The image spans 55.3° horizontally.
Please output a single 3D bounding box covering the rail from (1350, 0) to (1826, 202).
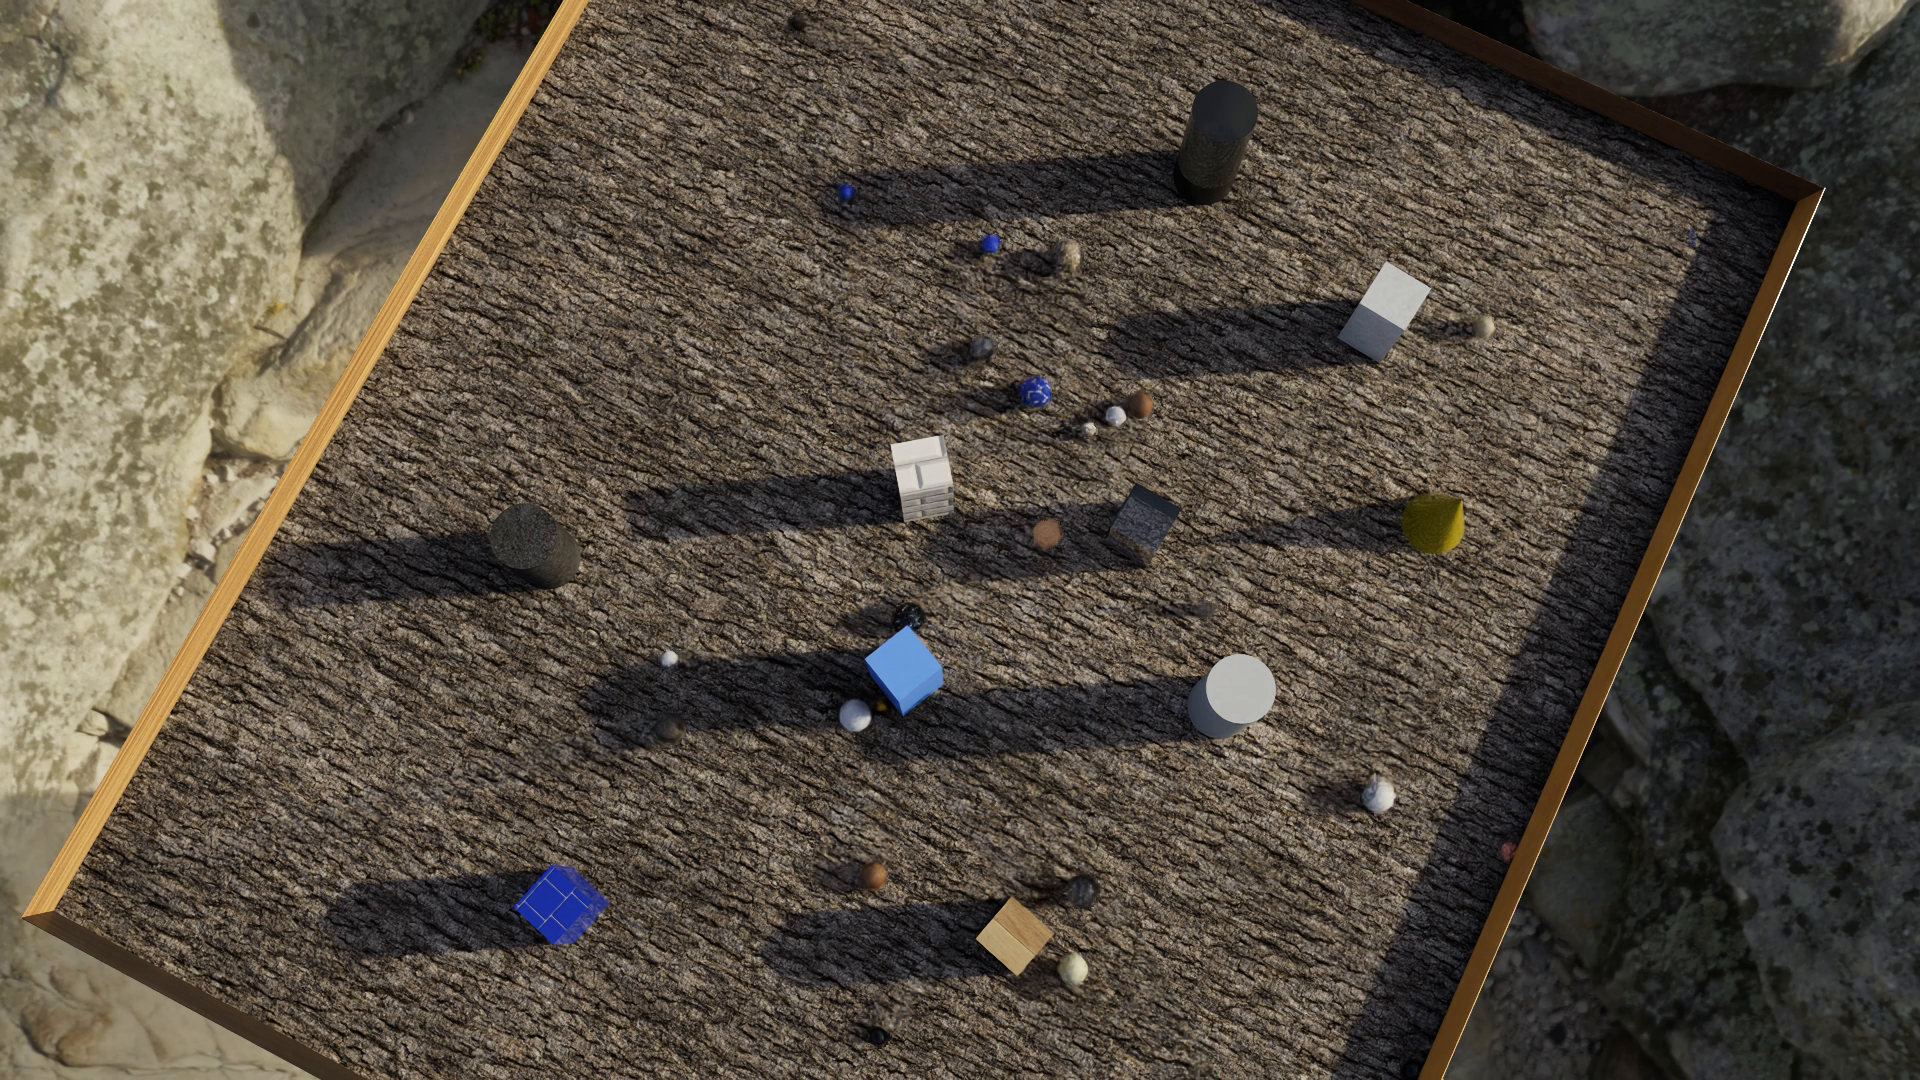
[{"bbox_3d":[0.975,-1.903,5.945,3.832,0.126,0.045,26,80,5],"label":"rail"}]

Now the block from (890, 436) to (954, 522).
[{"bbox_3d":[-0.110,-0.179,5.470,0.155,0.360,0.155,-11,79,-2],"label":"block"}]

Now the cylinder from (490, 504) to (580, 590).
[{"bbox_3d":[-1.257,0.022,5.441,0.194,0.334,0.194,0,78,0],"label":"cylinder"}]

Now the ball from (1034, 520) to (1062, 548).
[{"bbox_3d":[0.266,-0.019,5.577,0.086,0.086,0.086,0,78,0],"label":"ball"}]

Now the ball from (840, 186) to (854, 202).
[{"bbox_3d":[-0.361,-1.098,5.820,0.047,0.047,0.047,0,78,0],"label":"ball"}]

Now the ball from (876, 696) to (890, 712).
[{"bbox_3d":[-0.232,0.492,5.492,0.044,0.044,0.044,0,78,0],"label":"ball"}]

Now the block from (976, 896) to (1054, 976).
[{"bbox_3d":[0.152,1.132,5.240,0.155,0.278,0.155,41,81,8],"label":"block"}]

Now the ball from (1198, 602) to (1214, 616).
[{"bbox_3d":[0.744,0.209,5.551,0.044,0.044,0.044,0,78,0],"label":"ball"}]

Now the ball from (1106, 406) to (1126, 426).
[{"bbox_3d":[0.482,-0.382,5.663,0.063,0.063,0.063,0,78,0],"label":"ball"}]

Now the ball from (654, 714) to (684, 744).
[{"bbox_3d":[-0.866,0.561,5.456,0.088,0.088,0.088,0,78,0],"label":"ball"}]

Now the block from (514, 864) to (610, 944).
[{"bbox_3d":[-1.138,1.047,5.258,0.155,0.278,0.155,41,81,8],"label":"block"}]

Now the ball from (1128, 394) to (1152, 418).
[{"bbox_3d":[0.556,-0.415,5.663,0.077,0.077,0.077,0,78,0],"label":"ball"}]

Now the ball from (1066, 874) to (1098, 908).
[{"bbox_3d":[0.356,1.025,5.356,0.095,0.095,0.095,0,78,0],"label":"ball"}]

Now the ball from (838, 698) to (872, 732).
[{"bbox_3d":[-0.312,0.521,5.459,0.097,0.097,0.097,0,78,0],"label":"ball"}]

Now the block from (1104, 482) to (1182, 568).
[{"bbox_3d":[0.545,-0.041,5.501,0.155,0.243,0.155,31,80,6],"label":"block"}]

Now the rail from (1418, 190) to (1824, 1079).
[{"bbox_3d":[1.692,0.835,5.378,0.045,0.126,4.408,26,80,5],"label":"rail"}]

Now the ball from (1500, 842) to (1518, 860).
[{"bbox_3d":[1.619,0.916,5.399,0.054,0.054,0.054,0,78,0],"label":"ball"}]

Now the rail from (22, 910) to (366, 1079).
[{"bbox_3d":[-0.975,1.916,5.155,3.832,0.126,0.045,26,80,5],"label":"rail"}]

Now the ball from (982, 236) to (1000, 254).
[{"bbox_3d":[0.096,-0.932,5.781,0.056,0.056,0.056,0,78,0],"label":"ball"}]

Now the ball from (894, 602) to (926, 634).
[{"bbox_3d":[-0.152,0.236,5.519,0.096,0.096,0.096,0,78,0],"label":"ball"}]

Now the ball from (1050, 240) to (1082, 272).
[{"bbox_3d":[0.333,-0.892,5.753,0.095,0.095,0.095,0,78,0],"label":"ball"}]

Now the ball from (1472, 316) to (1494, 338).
[{"bbox_3d":[1.631,-0.664,5.719,0.069,0.069,0.069,0,78,0],"label":"ball"}]

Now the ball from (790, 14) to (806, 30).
[{"bbox_3d":[-0.524,-1.677,5.937,0.051,0.051,0.051,0,78,0],"label":"ball"}]

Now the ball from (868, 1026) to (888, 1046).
[{"bbox_3d":[-0.237,1.434,5.292,0.054,0.054,0.054,0,78,0],"label":"ball"}]

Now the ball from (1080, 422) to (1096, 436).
[{"bbox_3d":[0.396,-0.342,5.664,0.046,0.046,0.046,0,78,0],"label":"ball"}]

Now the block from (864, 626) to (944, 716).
[{"bbox_3d":[-0.159,0.385,5.341,0.155,0.384,0.155,-38,81,-7],"label":"block"}]

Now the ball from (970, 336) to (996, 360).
[{"bbox_3d":[0.071,-0.597,5.699,0.080,0.080,0.080,0,78,0],"label":"ball"}]

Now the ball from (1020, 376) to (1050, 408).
[{"bbox_3d":[0.232,-0.455,5.661,0.097,0.097,0.097,0,78,0],"label":"ball"}]

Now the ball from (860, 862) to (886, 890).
[{"bbox_3d":[-0.254,0.984,5.373,0.078,0.078,0.078,0,78,0],"label":"ball"}]

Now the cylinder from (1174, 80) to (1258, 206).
[{"bbox_3d":[0.778,-1.211,5.620,0.194,0.485,0.194,0,78,0],"label":"cylinder"}]

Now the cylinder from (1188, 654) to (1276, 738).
[{"bbox_3d":[0.781,0.457,5.301,0.194,0.432,0.194,0,78,0],"label":"cylinder"}]

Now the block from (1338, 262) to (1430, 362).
[{"bbox_3d":[1.290,-0.691,5.592,0.155,0.329,0.155,33,80,6],"label":"block"}]

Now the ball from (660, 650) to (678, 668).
[{"bbox_3d":[-0.875,0.360,5.515,0.053,0.053,0.053,0,78,0],"label":"ball"}]

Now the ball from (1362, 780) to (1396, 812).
[{"bbox_3d":[1.237,0.755,5.412,0.094,0.094,0.094,0,78,0],"label":"ball"}]

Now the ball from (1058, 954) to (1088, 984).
[{"bbox_3d":[0.328,1.246,5.315,0.086,0.086,0.086,0,78,0],"label":"ball"}]

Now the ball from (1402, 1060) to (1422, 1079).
[{"bbox_3d":[1.302,1.528,5.270,0.058,0.058,0.058,0,78,0],"label":"ball"}]

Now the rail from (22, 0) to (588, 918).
[{"bbox_3d":[-1.692,-0.822,5.721,0.045,0.126,4.408,26,80,5],"label":"rail"}]

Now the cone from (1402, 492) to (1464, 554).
[{"bbox_3d":[1.454,-0.085,5.467,0.194,0.327,0.194,0,78,0],"label":"cone"}]
